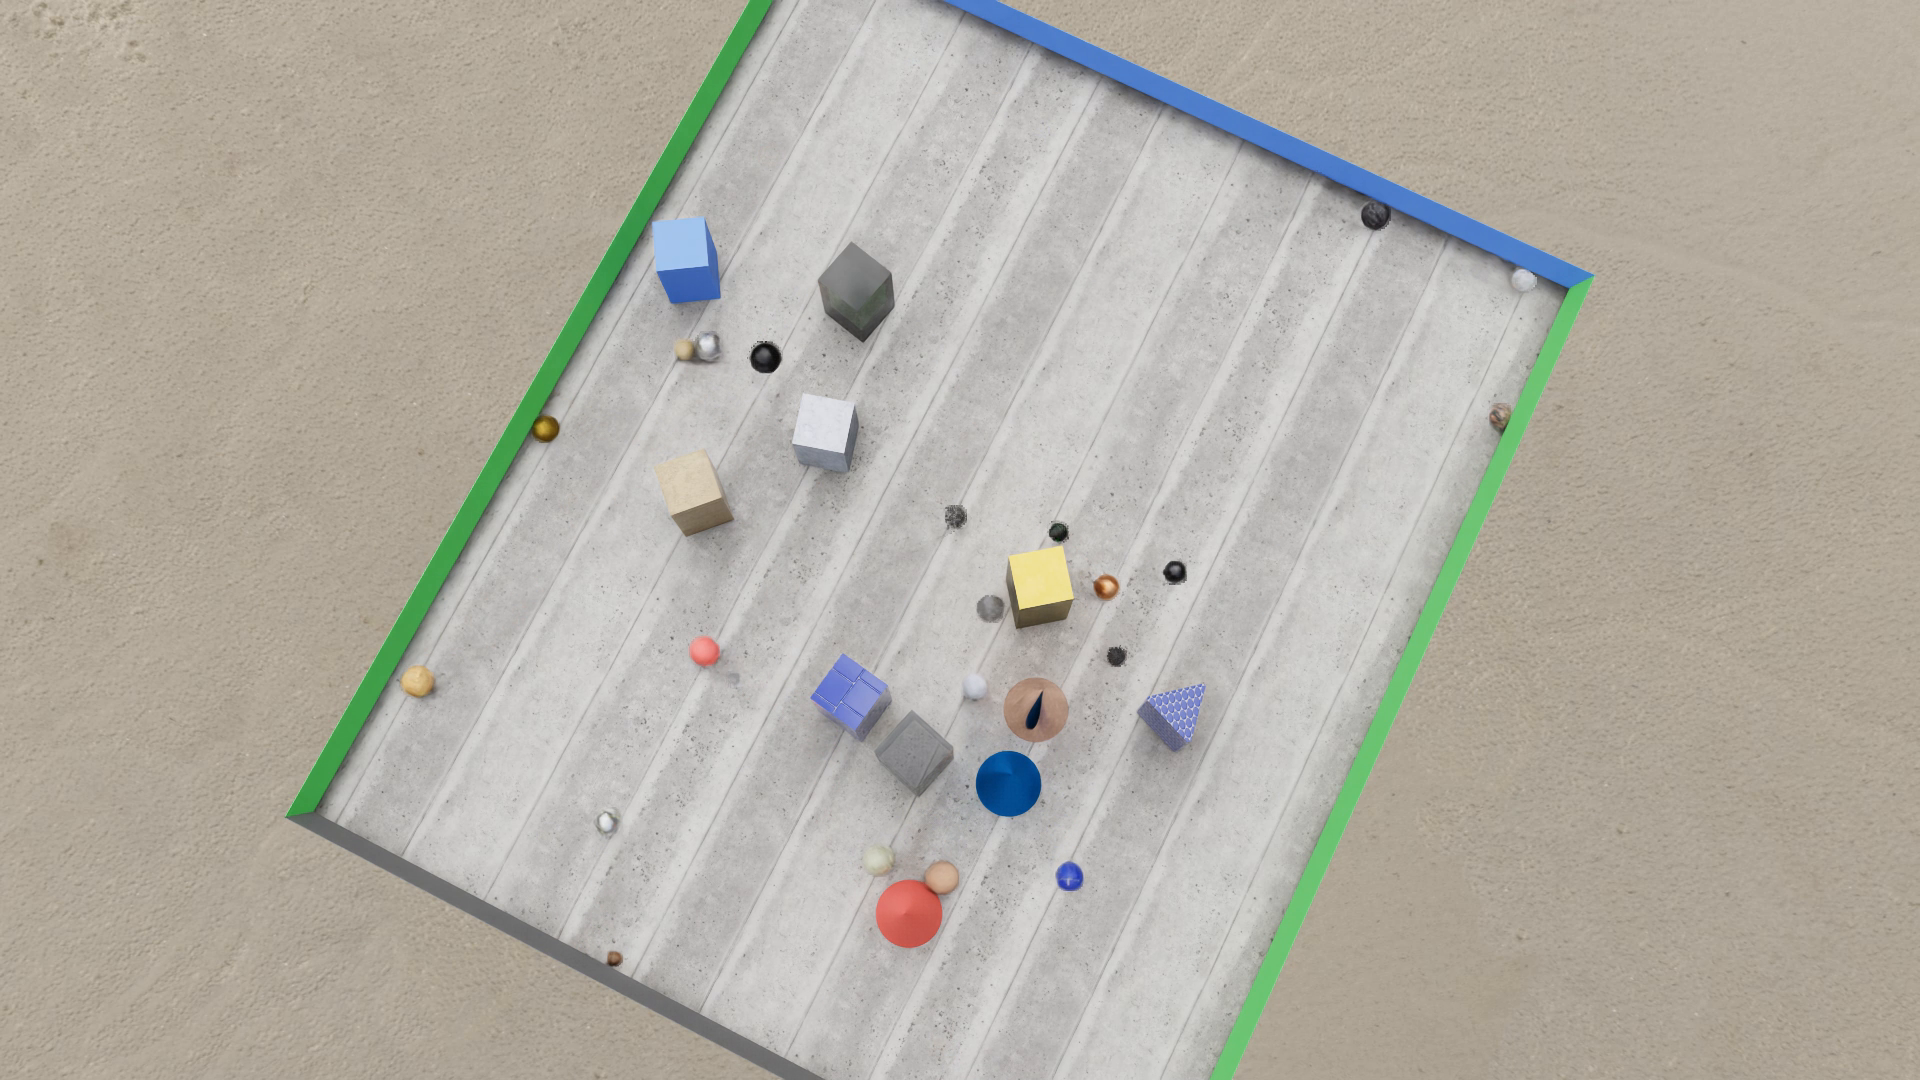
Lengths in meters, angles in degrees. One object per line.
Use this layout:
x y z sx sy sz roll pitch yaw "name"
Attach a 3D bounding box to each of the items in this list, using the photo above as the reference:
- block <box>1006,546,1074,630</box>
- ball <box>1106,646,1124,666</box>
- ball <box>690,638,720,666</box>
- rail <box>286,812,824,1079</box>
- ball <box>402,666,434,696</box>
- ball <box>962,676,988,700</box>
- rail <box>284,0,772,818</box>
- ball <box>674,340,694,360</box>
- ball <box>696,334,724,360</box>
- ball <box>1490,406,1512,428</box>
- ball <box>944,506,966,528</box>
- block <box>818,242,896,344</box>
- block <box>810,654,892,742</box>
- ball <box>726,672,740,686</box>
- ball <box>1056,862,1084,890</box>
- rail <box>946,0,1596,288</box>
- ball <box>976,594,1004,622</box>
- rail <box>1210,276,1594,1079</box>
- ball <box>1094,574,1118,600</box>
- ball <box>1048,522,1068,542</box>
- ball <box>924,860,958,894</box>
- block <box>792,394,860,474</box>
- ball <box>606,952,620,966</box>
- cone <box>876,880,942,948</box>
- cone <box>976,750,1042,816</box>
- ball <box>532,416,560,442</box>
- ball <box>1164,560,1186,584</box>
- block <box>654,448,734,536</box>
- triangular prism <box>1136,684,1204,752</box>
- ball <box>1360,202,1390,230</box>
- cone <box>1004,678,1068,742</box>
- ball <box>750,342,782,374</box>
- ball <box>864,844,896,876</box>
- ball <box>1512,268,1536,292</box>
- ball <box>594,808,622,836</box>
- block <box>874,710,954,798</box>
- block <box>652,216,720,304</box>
0.231 0.143 5.400 0.157 0.366 0.157 -11 79 -2 "block"
0.468 0.349 5.516 0.056 0.056 0.056 0 78 0 "ball"
-0.765 0.337 5.503 0.086 0.086 0.086 0 78 0 "ball"
-0.713 1.404 5.260 2.769 0.127 0.045 26 80 5 "rail"
-1.621 0.423 5.481 0.094 0.094 0.094 0 78 0 "ball"
0.045 0.443 5.487 0.075 0.075 0.075 0 78 0 "ball"
-1.217 -0.589 5.672 0.045 0.127 3.238 26 80 5 "rail"
-0.857 -0.590 5.707 0.063 0.063 0.063 0 78 0 "ball"
-0.778 -0.600 5.697 0.086 0.086 0.086 0 78 0 "ball"
1.671 -0.382 5.660 0.069 0.069 0.069 0 78 0 "ball"
-0.015 -0.071 5.599 0.063 0.063 0.063 0 78 0 "ball"
-0.314 -0.756 5.617 0.157 0.306 0.157 39 81 7 "block"
-0.313 0.463 5.334 0.157 0.366 0.157 35 80 7 "block"
-0.681 0.420 5.509 0.041 0.041 0.041 0 78 0 "ball"
0.321 0.985 5.371 0.082 0.082 0.082 0 78 0 "ball"
0.713 -1.390 5.838 2.769 0.127 0.045 26 80 5 "rail"
0.092 0.205 5.532 0.084 0.084 0.084 0 78 0 "ball"
1.217 0.603 5.426 0.045 0.127 3.238 26 80 5 "rail"
0.442 0.141 5.548 0.076 0.076 0.076 0 78 0 "ball"
0.301 -0.024 5.591 0.059 0.059 0.059 0 78 0 "ball"
-0.054 0.987 5.362 0.098 0.098 0.098 0 78 0 "ball"
-0.405 -0.321 5.555 0.157 0.250 0.157 11 79 2 "block"
-1.010 1.219 5.343 0.041 0.041 0.041 0 78 0 "ball"
-0.150 1.057 5.186 0.196 0.415 0.196 0 78 0 "cone"
0.145 0.690 5.290 0.196 0.361 0.196 0 78 0 "cone"
-1.275 -0.344 5.646 0.081 0.081 0.081 0 78 0 "ball"
0.653 0.097 5.562 0.068 0.068 0.068 0 78 0 "ball"
-0.794 -0.139 5.489 0.157 0.307 0.157 -20 79 -4 "block"
0.642 0.492 5.350 0.147 0.322 0.170 -43 81 -8 "triangular prism"
1.310 -1.025 5.784 0.088 0.088 0.088 0 78 0 "ball"
0.229 0.461 5.273 0.196 0.486 0.196 0 78 0 "cone"
-0.603 -0.564 5.684 0.096 0.096 0.096 0 78 0 "ball"
-0.236 0.936 5.375 0.093 0.093 0.093 0 78 0 "ball"
1.766 -0.816 5.749 0.072 0.072 0.072 0 78 0 "ball"
-1.039 0.832 5.404 0.079 0.079 0.079 0 78 0 "ball"
-0.129 0.622 5.294 0.157 0.379 0.157 41 81 8 "block"
-0.840 -0.859 5.643 0.157 0.296 0.157 -6 78 -1 "block"
